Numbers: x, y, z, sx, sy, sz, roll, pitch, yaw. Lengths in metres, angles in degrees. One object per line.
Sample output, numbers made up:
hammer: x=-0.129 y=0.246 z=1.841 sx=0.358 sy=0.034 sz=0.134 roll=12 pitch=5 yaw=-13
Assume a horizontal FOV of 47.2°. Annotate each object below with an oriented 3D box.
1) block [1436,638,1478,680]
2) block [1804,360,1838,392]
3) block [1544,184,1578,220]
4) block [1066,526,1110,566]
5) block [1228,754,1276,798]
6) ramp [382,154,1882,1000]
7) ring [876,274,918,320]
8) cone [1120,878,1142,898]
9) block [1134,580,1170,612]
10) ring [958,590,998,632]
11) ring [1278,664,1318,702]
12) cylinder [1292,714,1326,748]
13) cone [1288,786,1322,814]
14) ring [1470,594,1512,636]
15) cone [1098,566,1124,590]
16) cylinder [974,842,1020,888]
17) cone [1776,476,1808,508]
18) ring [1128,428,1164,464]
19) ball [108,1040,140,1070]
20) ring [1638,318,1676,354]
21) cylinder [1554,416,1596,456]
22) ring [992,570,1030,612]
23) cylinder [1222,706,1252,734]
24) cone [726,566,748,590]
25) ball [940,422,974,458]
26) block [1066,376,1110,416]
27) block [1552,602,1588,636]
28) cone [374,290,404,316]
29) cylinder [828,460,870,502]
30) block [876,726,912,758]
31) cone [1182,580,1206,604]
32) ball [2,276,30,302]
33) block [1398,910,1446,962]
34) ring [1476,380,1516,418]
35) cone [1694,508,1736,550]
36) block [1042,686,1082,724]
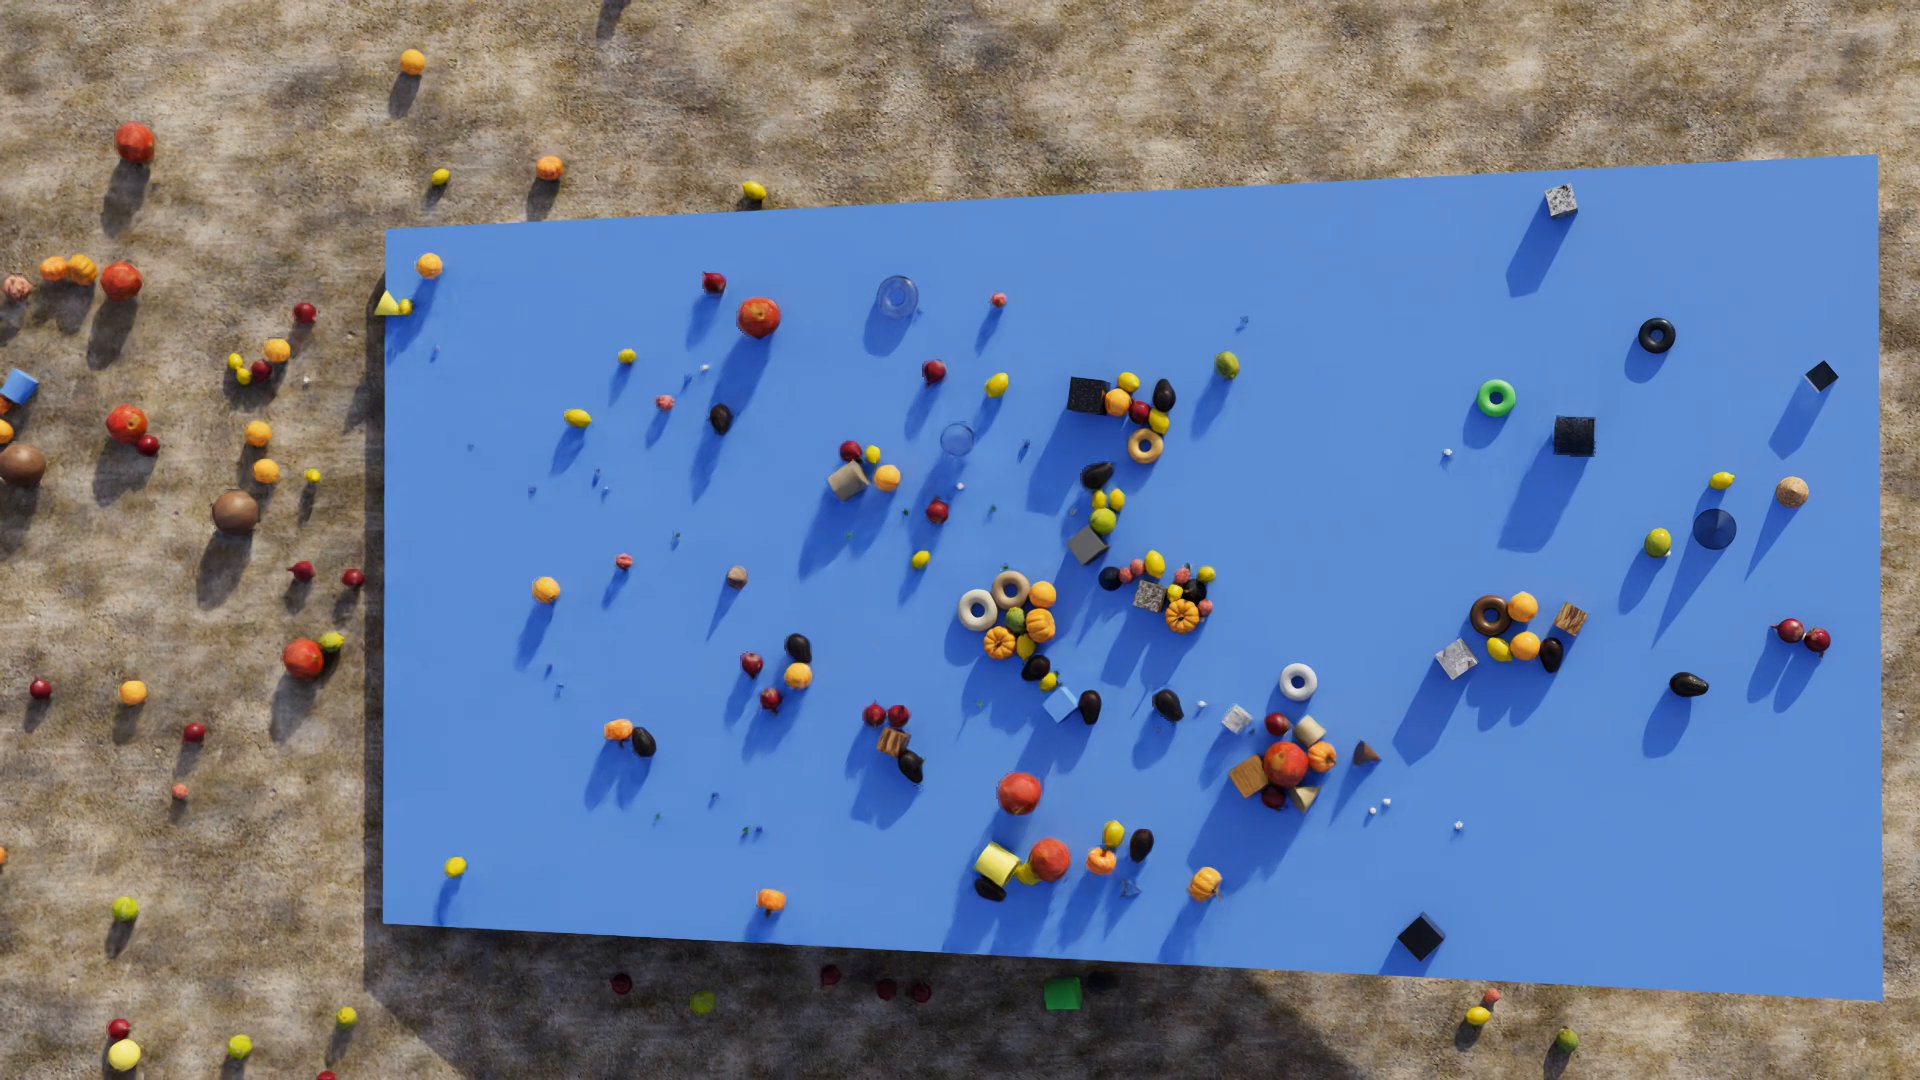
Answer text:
block: x=1.228 y=0.293 z=5.434 sx=0.074 sy=0.074 sz=0.074 roll=-36 pitch=80 yaw=13
block: x=2.041 y=-0.387 z=5.212 sx=0.053 sy=0.053 sz=0.053 roll=-39 pitch=79 yaw=13
block: x=1.472 y=-0.829 z=5.383 sx=0.064 sy=0.064 sz=0.064 roll=-15 pitch=85 yaw=16
block: x=0.332 y=0.014 z=5.706 sx=0.073 sy=0.073 sz=0.073 roll=-40 pitch=79 yaw=12
block: x=0.739 y=0.597 z=5.573 sx=0.080 sy=0.080 sz=0.080 roll=-36 pitch=80 yaw=13
ramp: x=0.272 y=0.095 z=5.813 sx=4.000 sy=0.100 sz=2.000 roll=0 pitch=89 yaw=17
ring: x=-0.167 y=-0.650 z=5.882 sx=0.119 sy=0.040 sz=0.119 roll=0 pitch=89 yaw=18
cone: x=0.447 y=0.904 z=5.685 sx=0.052 sy=0.052 sz=0.052 roll=9 pitch=89 yaw=-10
block: x=0.493 y=0.145 z=5.660 sx=0.067 sy=0.067 sz=0.067 roll=18 pitch=94 yaw=16
ring: x=0.048 y=0.186 z=5.807 sx=0.113 sy=0.038 sz=0.113 roll=0 pitch=90 yaw=16
ring: x=0.856 y=0.360 z=5.567 sx=0.097 sy=0.032 sz=0.097 roll=0 pitch=90 yaw=17
cylinder: x=0.879 y=0.483 z=5.542 sx=0.063 sy=0.063 sz=0.063 roll=-45 pitch=77 yaw=-1
cone: x=0.884 y=0.639 z=5.552 sx=0.079 sy=0.079 sz=0.079 roll=-26 pitch=89 yaw=-12
ring: x=1.312 y=0.187 z=5.432 sx=0.104 sy=0.035 sz=0.104 roll=0 pitch=89 yaw=15
cone: x=0.384 y=0.100 z=5.694 sx=0.065 sy=0.065 sz=0.065 roll=0 pitch=89 yaw=17
cylinder: x=0.099 y=0.849 z=5.756 sx=0.087 sy=0.087 sz=0.087 roll=33 pitch=89 yaw=14
cone: x=1.977 y=-0.115 z=5.217 sx=0.074 sy=0.074 sz=0.074 roll=0 pitch=89 yaw=17
ring: x=0.479 y=-0.244 z=5.688 sx=0.095 sy=0.032 sz=0.095 roll=0 pitch=90 yaw=16
ball: x=-2.420 y=1.492 z=6.369 sx=0.087 sy=0.087 sz=0.087 roll=0 pitch=89 yaw=0
ring: x=1.690 y=-0.496 z=5.332 sx=0.087 sy=0.029 sz=0.087 roll=0 pitch=90 yaw=17
cylinder: x=1.496 y=-0.255 z=5.353 sx=0.092 sy=0.092 sz=0.092 roll=3 pitch=89 yaw=16
ring: x=0.134 y=0.134 z=5.783 sx=0.107 sy=0.036 sz=0.107 roll=0 pitch=90 yaw=16
cylinder: x=0.706 y=0.458 z=5.598 sx=0.054 sy=0.054 sz=0.054 roll=40 pitch=86 yaw=1
cone: x=-0.620 y=0.101 z=5.993 sx=0.065 sy=0.065 sz=0.065 roll=0 pitch=89 yaw=17
ball: x=-0.007 y=-0.265 z=5.802 sx=0.092 sy=0.092 sz=0.092 roll=0 pitch=89 yaw=0
block: x=0.335 y=-0.373 z=5.704 sx=0.086 sy=0.086 sz=0.086 roll=8 pitch=91 yaw=17
block: x=1.490 y=0.192 z=5.364 sx=0.062 sy=0.062 sz=0.062 roll=31 pitch=98 yaw=15
cone: x=-1.630 y=-0.663 z=6.321 sx=0.080 sy=0.080 sz=0.080 roll=28 pitch=89 yaw=-12
cylinder: x=-0.298 y=-0.158 z=5.893 sx=0.081 sy=0.081 sz=0.081 roll=-34 pitch=89 yaw=13
block: x=-0.176 y=0.538 z=5.856 sx=0.062 sy=0.062 sz=0.062 roll=21 pitch=95 yaw=16
cone: x=0.593 y=0.132 z=5.631 sx=0.065 sy=0.065 sz=0.065 roll=0 pitch=89 yaw=17
ball: x=-2.749 y=-0.734 z=6.407 sx=0.075 sy=0.075 sz=0.075 roll=0 pitch=89 yaw=0
block: x=1.143 y=0.981 z=5.446 sx=0.080 sy=0.080 sz=0.080 roll=-46 pitch=78 yaw=11
ring: x=1.326 y=-0.350 z=5.437 sx=0.094 sy=0.031 sz=0.094 roll=0 pitch=89 yaw=15
cone: x=1.805 y=-0.027 z=5.253 sx=0.100 sy=0.100 sz=0.100 roll=0 pitch=89 yaw=17
block: x=0.265 y=0.429 z=5.724 sx=0.066 sy=0.066 sz=0.066 roll=-42 pitch=78 yaw=12
